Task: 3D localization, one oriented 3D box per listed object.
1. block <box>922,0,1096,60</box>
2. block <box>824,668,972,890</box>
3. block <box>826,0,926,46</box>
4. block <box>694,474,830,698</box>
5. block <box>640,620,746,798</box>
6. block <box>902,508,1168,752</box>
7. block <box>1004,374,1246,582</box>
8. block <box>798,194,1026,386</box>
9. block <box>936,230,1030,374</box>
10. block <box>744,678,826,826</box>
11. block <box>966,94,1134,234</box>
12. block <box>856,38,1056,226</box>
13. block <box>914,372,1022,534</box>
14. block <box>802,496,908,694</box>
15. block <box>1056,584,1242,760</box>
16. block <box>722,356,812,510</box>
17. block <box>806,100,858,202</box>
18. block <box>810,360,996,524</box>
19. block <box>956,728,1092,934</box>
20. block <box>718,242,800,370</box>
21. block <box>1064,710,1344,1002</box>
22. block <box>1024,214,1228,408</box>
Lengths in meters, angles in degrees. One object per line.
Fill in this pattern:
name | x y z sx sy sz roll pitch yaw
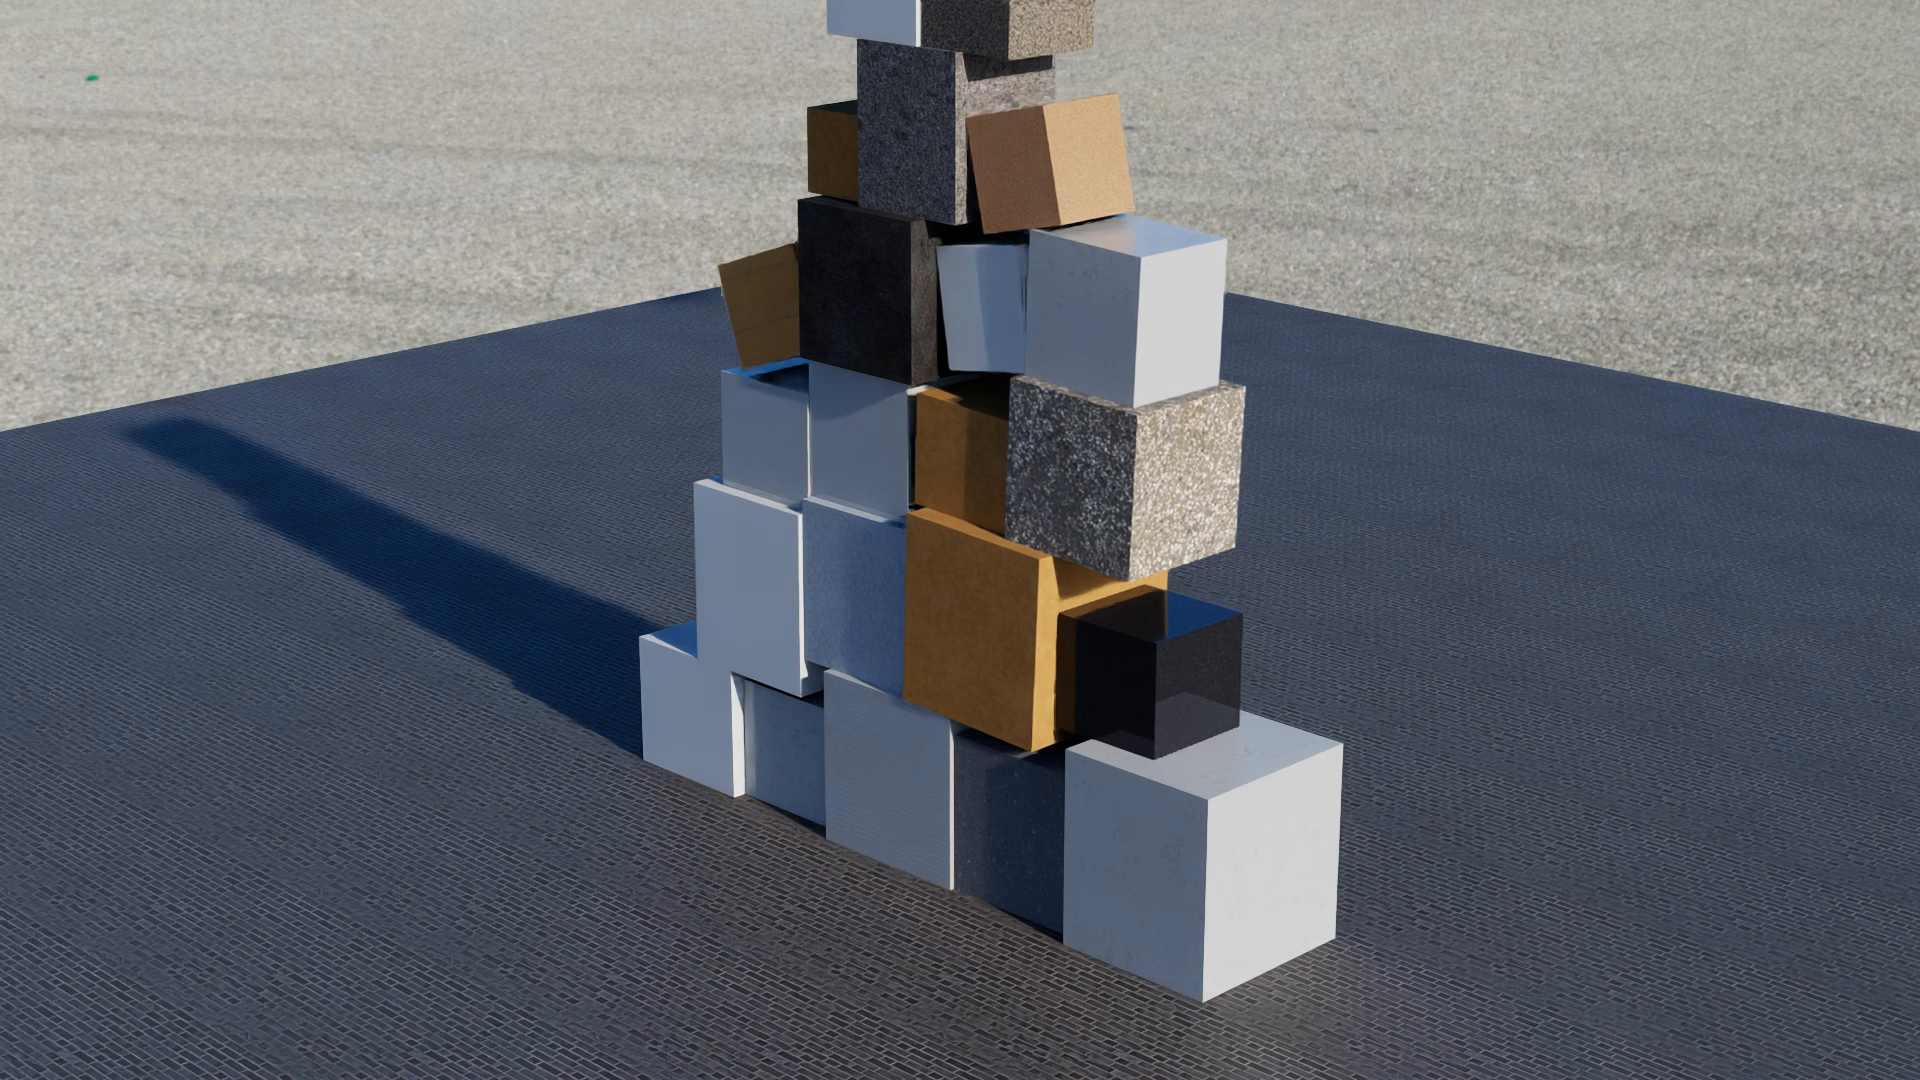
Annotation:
block | 0.207 -2.313 12.396 0.518 0.452 0.515 -17 26 -42
block | -0.058 1.014 13.714 0.794 0.842 0.832 -17 24 -42
block | -0.175 -2.440 12.780 0.590 0.463 0.562 -17 24 -42
block | -0.746 0.152 14.168 0.756 0.896 0.749 -17 24 -42
block | -1.085 0.791 14.729 0.754 0.660 0.700 -17 24 -42
block | 0.337 0.310 13.094 0.843 0.885 0.804 -17 26 -42
block | 0.699 -0.328 12.512 0.685 0.722 0.720 -17 26 -42
block | -0.210 -1.172 13.169 0.730 0.723 0.726 -17 24 -42
block | 0.258 -1.040 12.747 0.466 0.546 0.483 -17 15 -42
block | -0.596 0.967 14.265 0.605 0.601 0.673 -17 24 -42
block | 0.384 -1.593 12.425 0.459 0.498 0.460 -17 11 -42
block | -0.016 -1.819 12.799 0.614 0.734 0.606 -17 24 -42
block | 0.221 -0.395 12.982 0.590 0.513 0.589 -17 26 -42
block | -0.214 0.184 13.642 0.735 0.787 0.712 -17 24 -42
block | 0.816 0.562 12.649 0.558 0.521 0.566 -17 24 -42
block | -0.690 -0.530 13.908 0.633 0.563 0.604 -17 24 -42
block | -0.393 -1.756 13.182 0.428 0.384 0.398 -17 24 -42
block | -0.255 -0.522 13.440 0.582 0.680 0.642 -17 24 -42
block | 0.513 1.223 13.204 0.780 0.750 0.731 -17 24 -42
block | -0.695 -1.132 13.726 0.557 0.498 0.553 -17 4 -43
block | 1.044 1.314 12.643 0.888 0.911 0.796 -17 24 -42
block | 0.692 -0.976 12.313 0.539 0.632 0.621 -17 26 -42
